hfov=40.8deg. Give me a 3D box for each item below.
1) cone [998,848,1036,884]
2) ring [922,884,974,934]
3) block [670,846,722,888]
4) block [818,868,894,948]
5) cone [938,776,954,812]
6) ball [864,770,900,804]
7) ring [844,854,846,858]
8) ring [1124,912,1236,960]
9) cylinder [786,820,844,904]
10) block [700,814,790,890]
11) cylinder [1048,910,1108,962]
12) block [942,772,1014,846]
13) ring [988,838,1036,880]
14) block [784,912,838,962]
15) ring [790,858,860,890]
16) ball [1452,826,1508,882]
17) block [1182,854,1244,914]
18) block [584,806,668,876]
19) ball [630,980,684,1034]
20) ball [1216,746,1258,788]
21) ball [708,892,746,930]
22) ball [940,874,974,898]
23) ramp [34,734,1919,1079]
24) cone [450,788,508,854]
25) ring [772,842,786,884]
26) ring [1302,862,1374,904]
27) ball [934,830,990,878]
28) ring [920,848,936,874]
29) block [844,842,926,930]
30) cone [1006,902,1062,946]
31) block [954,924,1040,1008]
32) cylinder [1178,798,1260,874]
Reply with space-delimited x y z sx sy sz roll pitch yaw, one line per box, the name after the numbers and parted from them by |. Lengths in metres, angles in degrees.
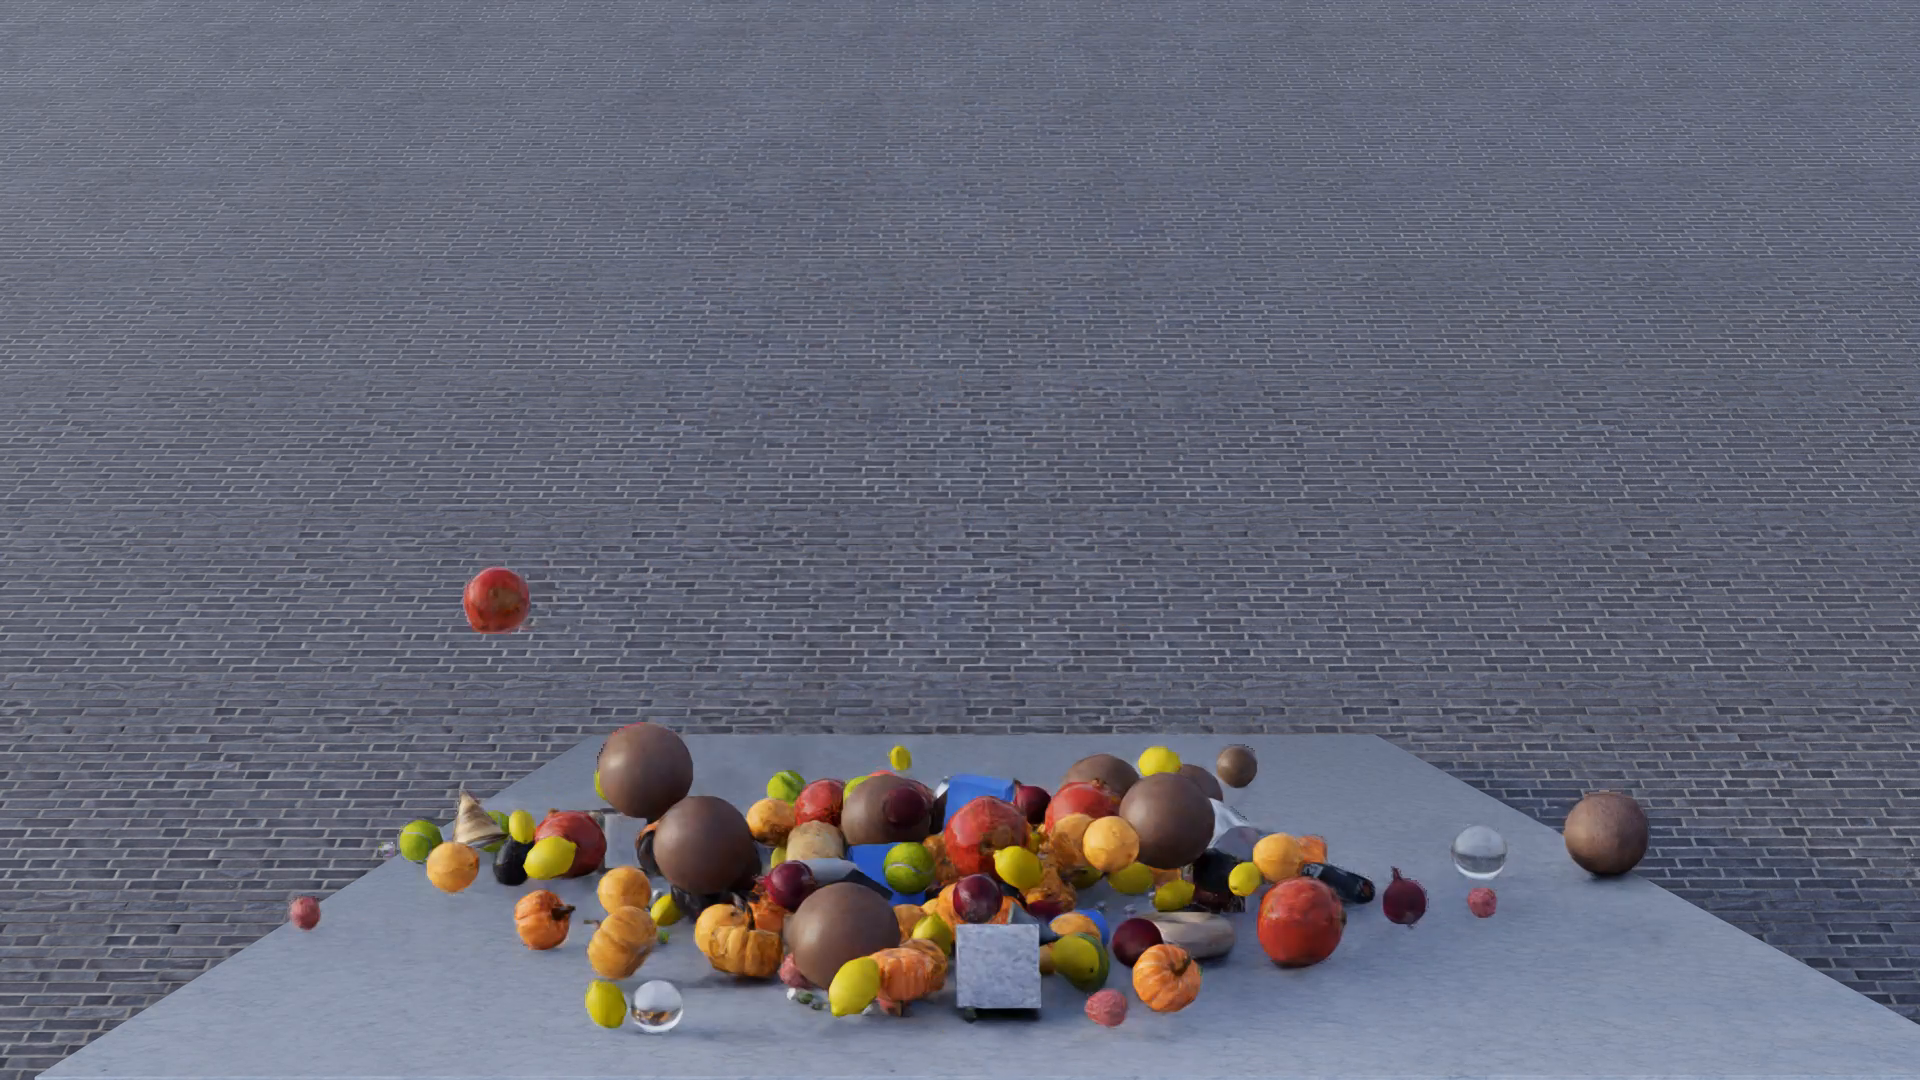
0.092 0.489 3.841 0.053 0.053 0.053 15 17 -34 | cone
-0.017 0.486 3.402 0.075 0.025 0.075 -18 43 17 | ring
-0.400 0.495 3.910 0.057 0.057 0.057 0 -9 -29 | block
-0.130 0.459 3.229 0.060 0.060 0.060 31 21 9 | block
0.027 0.456 4.658 0.095 0.095 0.095 -28 7 40 | cone
-0.152 0.482 5.036 0.067 0.067 0.067 0 28 0 | ball
-0.240 0.507 4.150 0.112 0.037 0.112 1 1 0 | ring
0.283 0.510 3.333 0.144 0.048 0.144 -1 1 0 | ring
-0.197 0.437 3.508 0.079 0.079 0.079 -1 37 -2 | cylinder
-0.329 0.478 3.965 0.098 0.098 0.098 1 1 44 | block
0.149 0.502 3.276 0.062 0.062 0.062 15 4 25 | cylinder
0.027 0.399 3.837 0.084 0.084 0.084 9 4 10 | block
0.080 0.491 3.999 0.030 0.091 0.091 -47 37 2 | ring
-0.190 0.507 3.303 0.054 0.054 0.054 0 1 -24 | block
-0.178 0.440 3.405 0.094 0.031 0.094 -1 -16 0 | ring
0.802 0.484 3.989 0.086 0.086 0.086 0 28 0 | ball
0.363 0.492 3.707 0.075 0.075 0.075 0 1 -7 | block
-0.532 0.478 4.109 0.095 0.095 0.095 -1 1 -44 | block
-0.332 0.511 2.828 0.058 0.058 0.058 0 28 0 | ball
0.573 0.469 5.346 0.086 0.086 0.086 0 28 0 | ball
-0.319 0.506 3.526 0.053 0.053 0.053 0 28 0 | ball
-0.005 0.505 3.705 0.050 0.050 0.050 0 28 0 | ball
0.063 0.570 4.611 2.000 0.100 4.000 0 1 0 | ramp
-0.704 0.398 3.720 0.085 0.085 0.085 -18 -11 -4 | cone
-0.216 0.482 3.747 0.127 0.127 0.042 14 57 24 | ring
0.550 0.499 3.758 0.111 0.037 0.111 19 -9 3 | ring
0.002 0.483 4.015 0.088 0.088 0.088 0 28 0 | ball
-0.084 0.509 4.093 0.100 0.033 0.100 -1 1 0 | ring
-0.104 0.469 3.500 0.091 0.091 0.091 -2 65 -14 | block
0.090 0.470 3.085 0.067 0.067 0.067 10 28 -2 | cone
0.042 0.485 2.944 0.093 0.093 0.093 0 -9 -2 | block
0.396 0.457 3.952 0.092 0.092 0.092 -14 27 -24 | cylinder
